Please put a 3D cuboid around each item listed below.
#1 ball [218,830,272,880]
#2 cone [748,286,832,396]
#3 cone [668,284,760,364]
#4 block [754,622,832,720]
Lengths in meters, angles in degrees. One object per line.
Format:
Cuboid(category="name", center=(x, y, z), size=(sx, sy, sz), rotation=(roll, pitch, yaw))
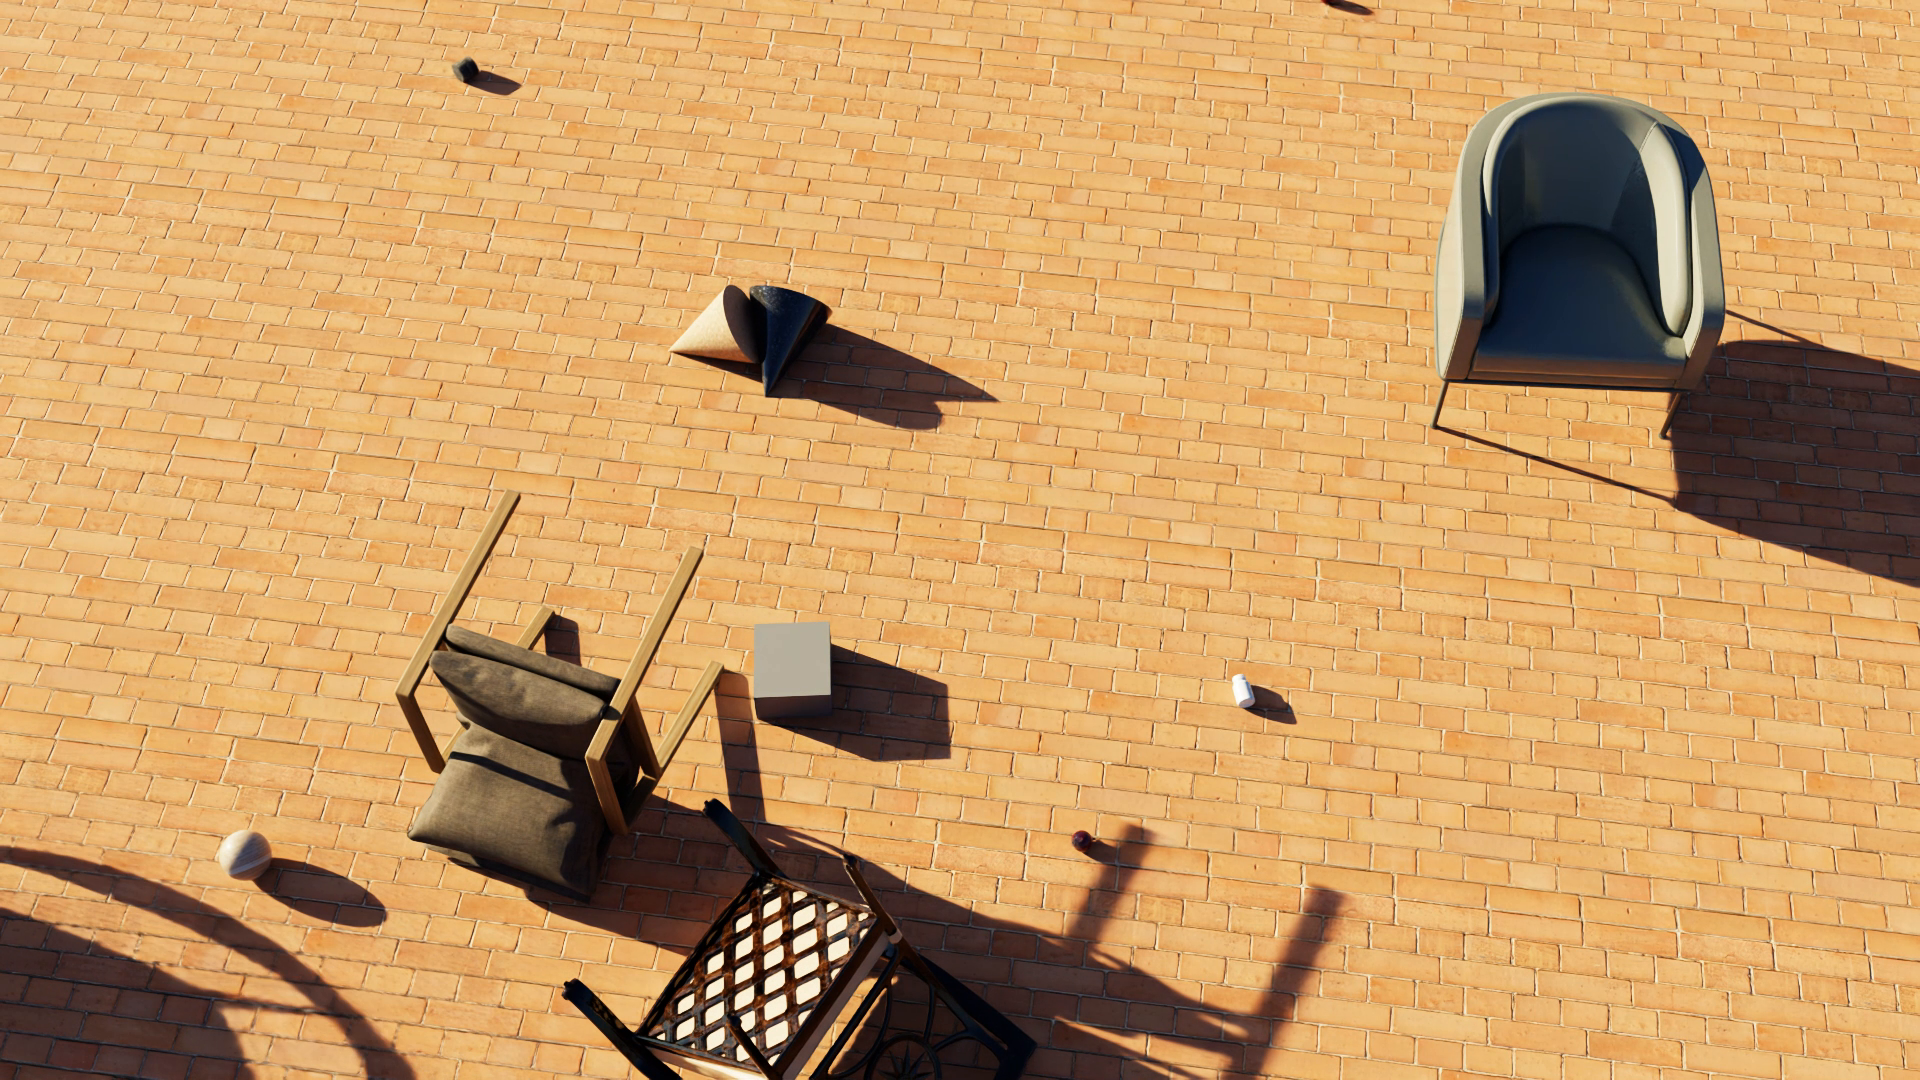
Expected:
Cuboid(category="ball", center=(-1.923, 0.849, 5.922), size=(0.137, 0.137, 0.137), rotation=(0, 56, 0))
Cuboid(category="cone", center=(-0.571, -0.597, 6.904), size=(0.278, 0.246, 0.325), rotation=(18, 78, -20))
Cuboid(category="cone", center=(-0.800, -0.637, 6.927), size=(0.283, 0.273, 0.242), rotation=(-17, 44, 20))
Cuboid(category="block", center=(-0.474, 0.369, 6.252), size=(0.214, 0.122, 0.241), rotation=(-2, 56, -1))
